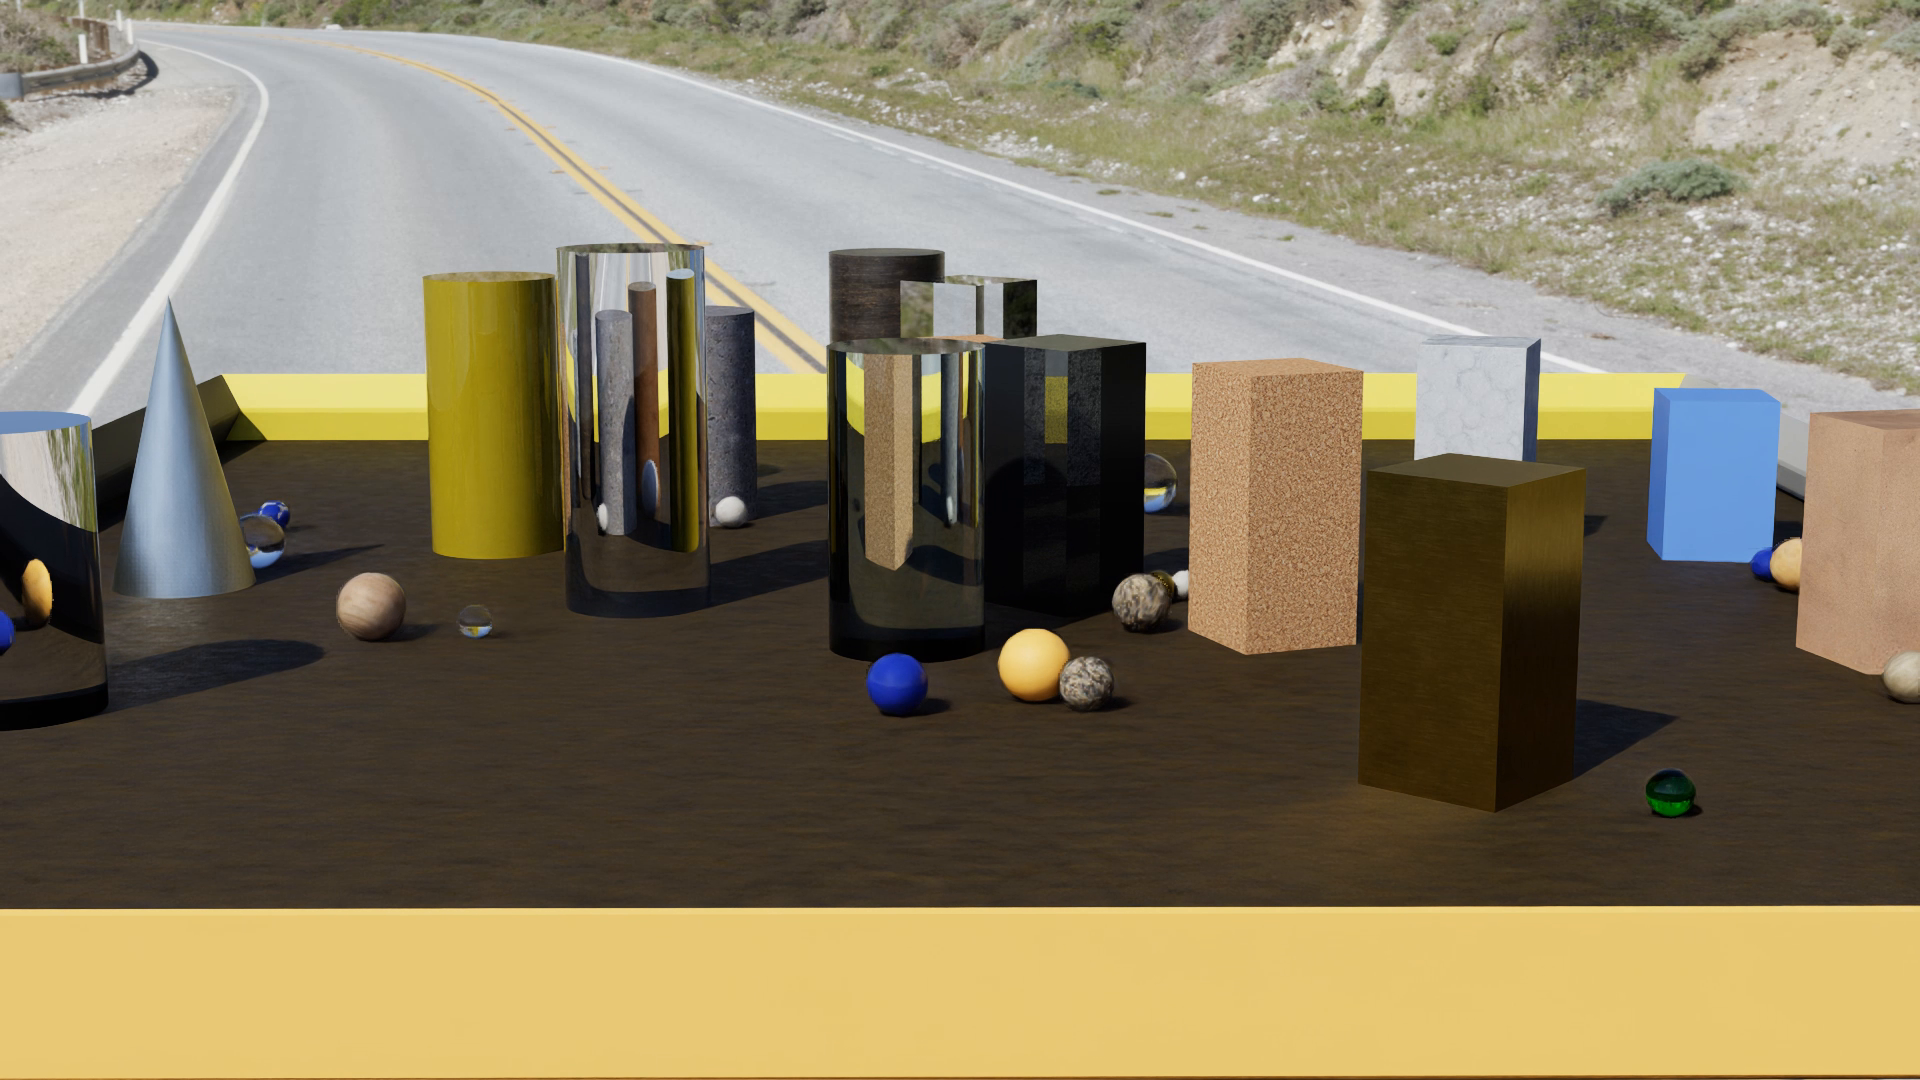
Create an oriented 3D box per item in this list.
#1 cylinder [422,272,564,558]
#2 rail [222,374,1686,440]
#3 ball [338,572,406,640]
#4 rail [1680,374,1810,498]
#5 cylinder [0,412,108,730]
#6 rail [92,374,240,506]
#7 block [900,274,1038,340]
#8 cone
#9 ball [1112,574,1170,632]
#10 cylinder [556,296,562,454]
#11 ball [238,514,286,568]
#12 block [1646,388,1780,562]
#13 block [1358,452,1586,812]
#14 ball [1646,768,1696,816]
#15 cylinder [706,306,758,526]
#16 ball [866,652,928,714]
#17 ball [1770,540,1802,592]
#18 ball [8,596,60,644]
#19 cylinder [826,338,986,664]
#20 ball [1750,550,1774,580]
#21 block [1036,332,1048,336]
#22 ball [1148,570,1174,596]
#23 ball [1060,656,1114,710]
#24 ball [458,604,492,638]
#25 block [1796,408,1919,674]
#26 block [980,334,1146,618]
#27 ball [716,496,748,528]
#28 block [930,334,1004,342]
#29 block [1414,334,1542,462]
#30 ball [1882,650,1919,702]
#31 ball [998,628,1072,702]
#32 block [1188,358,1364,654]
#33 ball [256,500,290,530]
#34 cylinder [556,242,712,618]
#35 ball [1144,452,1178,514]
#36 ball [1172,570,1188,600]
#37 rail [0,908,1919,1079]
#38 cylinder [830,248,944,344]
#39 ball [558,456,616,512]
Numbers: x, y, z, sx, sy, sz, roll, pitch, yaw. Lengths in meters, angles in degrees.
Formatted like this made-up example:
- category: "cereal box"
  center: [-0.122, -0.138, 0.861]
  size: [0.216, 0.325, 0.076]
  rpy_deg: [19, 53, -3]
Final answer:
- category: "cylinder"
  center: [-0.708, -0.193, 3.893]
  size: [0.198, 0.413, 0.198]
  rpy_deg: [0, 10, 0]
- category: "rail"
  center: [-0.009, -0.258, 5.023]
  size: [2.877, 0.129, 0.045]
  rpy_deg: [0, 10, 0]
- category: "ball"
  center: [-0.754, 0.085, 3.290]
  size: [0.087, 0.087, 0.087]
  rpy_deg: [0, 10, 0]
- category: "rail"
  center: [1.415, 0.032, 3.457]
  size: [0.045, 0.129, 3.250]
  rpy_deg: [0, 10, 0]
- category: "cylinder"
  center: [-1.079, 0.031, 2.908]
  size: [0.198, 0.331, 0.198]
  rpy_deg: [0, 10, 0]
- category: "rail"
  center: [-1.415, 0.035, 3.441]
  size: [0.045, 0.129, 3.250]
  rpy_deg: [0, 10, 0]
- category: "block"
  center: [0.015, -0.237, 4.219]
  size: [0.159, 0.381, 0.159]
  rpy_deg: [9, 14, 39]
- category: "cone"
  center: [-1.102, -0.140, 3.610]
  size: [0.198, 0.412, 0.198]
  rpy_deg: [0, 10, 0]
- category: "ball"
  center: [0.236, 0.081, 3.341]
  size: [0.075, 0.075, 0.075]
  rpy_deg: [0, 10, 0]
- category: "cylinder"
  center: [-0.629, -0.253, 4.351]
  size: [0.198, 0.364, 0.198]
  rpy_deg: [0, 10, 0]
- category: "ball"
  center: [-1.030, 0.002, 3.754]
  size: [0.081, 0.081, 0.081]
  rpy_deg: [0, 10, 0]
- category: "block"
  center: [1.135, -0.100, 3.871]
  size: [0.159, 0.239, 0.159]
  rpy_deg: [1, 11, 7]
- category: "block"
  center: [0.520, 0.089, 2.612]
  size: [0.159, 0.326, 0.159]
  rpy_deg: [9, 14, 40]
- category: "ball"
  center: [0.697, 0.248, 2.518]
  size: [0.048, 0.048, 0.048]
  rpy_deg: [0, 10, 0]
- category: "cylinder"
  center: [-0.430, -0.204, 4.166]
  size: [0.198, 0.336, 0.198]
  rpy_deg: [0, 10, 0]
- category: "ball"
  center: [-0.071, 0.163, 2.912]
  size: [0.071, 0.071, 0.071]
  rpy_deg: [0, 10, 0]
- category: "ball"
  center: [1.171, 0.036, 3.587]
  size: [0.075, 0.075, 0.075]
  rpy_deg: [0, 10, 0]
- category: "ball"
  center: [-1.180, 0.101, 3.271]
  size: [0.061, 0.061, 0.061]
  rpy_deg: [0, 10, 0]
- category: "cylinder"
  center: [-0.067, -0.053, 3.225]
  size: [0.198, 0.382, 0.198]
  rpy_deg: [0, 10, 0]
- category: "ball"
  center: [1.154, 0.036, 3.668]
  size: [0.046, 0.046, 0.046]
  rpy_deg: [0, 10, 0]
- category: "block"
  center: [0.093, -0.238, 4.591]
  size: [0.159, 0.249, 0.159]
  rpy_deg: [-5, 12, -27]
- category: "ball"
  center: [0.271, 0.064, 3.515]
  size: [0.046, 0.046, 0.046]
  rpy_deg: [0, 10, 0]
- category: "ball"
  center: [0.145, 0.164, 2.930]
  size: [0.063, 0.063, 0.063]
  rpy_deg: [0, 10, 0]
- category: "ball"
  center: [-0.623, 0.105, 3.302]
  size: [0.043, 0.043, 0.043]
  rpy_deg: [0, 10, 0]
- category: "block"
  center: [1.157, -0.001, 3.172]
  size: [0.159, 0.299, 0.159]
  rpy_deg: [-3, 11, -14]
- category: "block"
  center: [0.140, -0.092, 3.503]
  size: [0.159, 0.357, 0.159]
  rpy_deg: [10, 15, 43]
- category: "ball"
  center: [-0.365, -0.044, 4.086]
  size: [0.051, 0.051, 0.051]
  rpy_deg: [0, 10, 0]
- category: "block"
  center: [-0.003, -0.142, 3.883]
  size: [0.159, 0.317, 0.159]
  rpy_deg: [-5, 12, -24]
- category: "block"
  center: [0.780, -0.141, 3.872]
  size: [0.159, 0.319, 0.159]
  rpy_deg: [4, 11, 20]
- category: "ball"
  center: [1.099, 0.158, 2.967]
  size: [0.061, 0.061, 0.061]
  rpy_deg: [0, 10, 0]
- category: "ball"
  center: [0.087, 0.145, 2.972]
  size: [0.085, 0.085, 0.085]
  rpy_deg: [0, 10, 0]
- category: "block"
  center: [0.401, -0.047, 3.280]
  size: [0.159, 0.350, 0.159]
  rpy_deg: [-4, 11, -22]
- category: "ball"
  center: [-1.084, -0.037, 4.048]
  size: [0.051, 0.051, 0.051]
  rpy_deg: [0, 10, 0]
- category: "cylinder"
  center: [-0.441, -0.152, 3.475]
  size: [0.198, 0.485, 0.198]
  rpy_deg: [0, 10, 0]
- category: "ball"
  center: [0.309, -0.094, 4.222]
  size: [0.099, 0.099, 0.099]
  rpy_deg: [0, 10, 0]
- category: "ball"
  center: [0.311, 0.062, 3.539]
  size: [0.041, 0.041, 0.041]
  rpy_deg: [0, 10, 0]
- category: "rail"
  center: [0.009, 0.324, 1.874]
  size: [2.877, 0.129, 0.045]
  rpy_deg: [0, 10, 0]
- category: "cylinder"
  center: [-0.125, -0.287, 4.406]
  size: [0.198, 0.413, 0.198]
  rpy_deg: [0, 10, 0]
- category: "ball"
  center: [-0.616, -0.093, 4.230]
  size: [0.094, 0.094, 0.094]
  rpy_deg: [0, 10, 0]
